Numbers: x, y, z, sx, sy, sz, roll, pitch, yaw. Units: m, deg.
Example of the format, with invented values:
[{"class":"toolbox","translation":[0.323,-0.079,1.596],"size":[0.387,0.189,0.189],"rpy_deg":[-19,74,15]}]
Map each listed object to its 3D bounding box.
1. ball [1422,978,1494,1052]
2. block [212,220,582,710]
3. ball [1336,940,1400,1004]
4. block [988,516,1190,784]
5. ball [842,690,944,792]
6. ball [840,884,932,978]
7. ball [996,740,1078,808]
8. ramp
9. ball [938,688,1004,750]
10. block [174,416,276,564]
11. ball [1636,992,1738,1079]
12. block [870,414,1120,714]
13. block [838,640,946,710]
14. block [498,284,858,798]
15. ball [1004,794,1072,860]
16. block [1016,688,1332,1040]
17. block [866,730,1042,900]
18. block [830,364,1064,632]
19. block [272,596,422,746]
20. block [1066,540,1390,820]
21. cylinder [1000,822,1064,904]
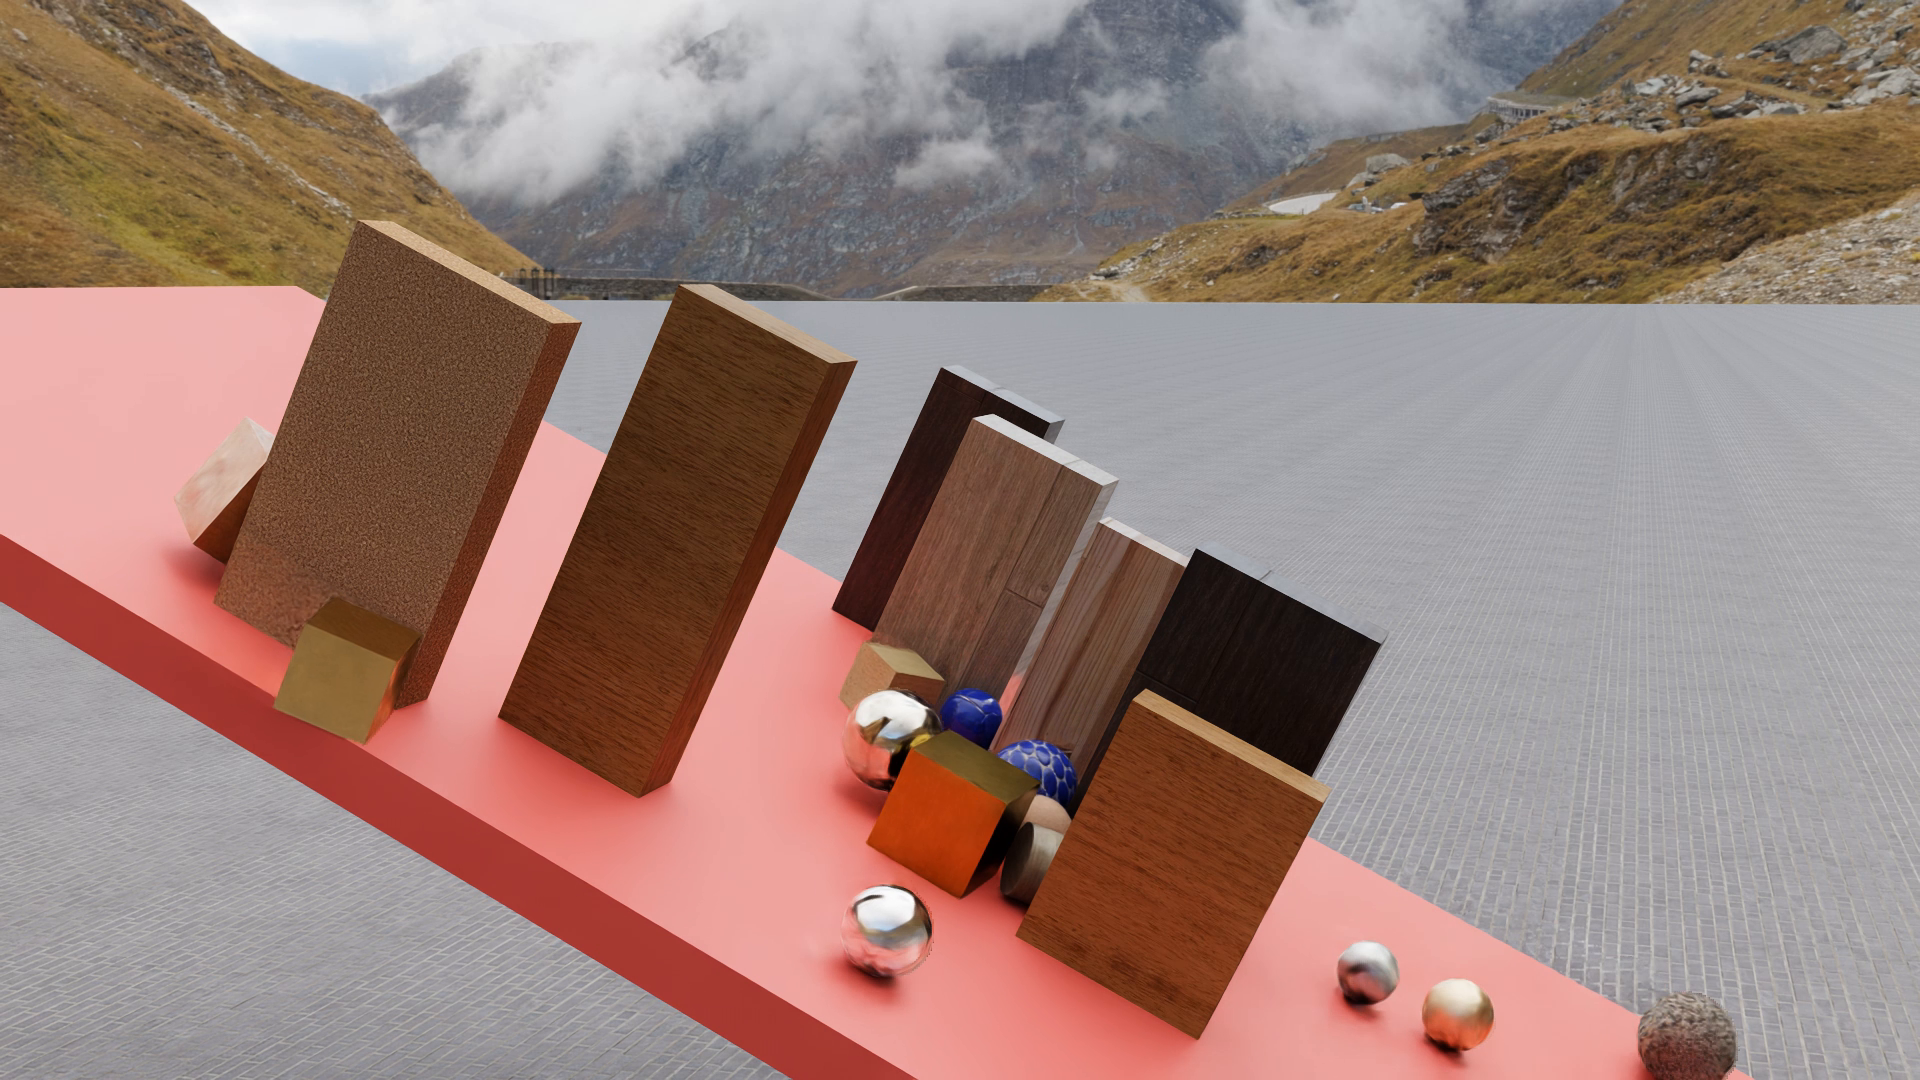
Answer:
[{"class":"ball","translation":[0.924,0.881,4.079],"size":[0.131,0.131,0.131],"rpy_deg":[0,7,0]},{"class":"block","translation":[-0.896,-0.118,3.477],"size":[0.365,0.675,0.097],"rpy_deg":[28,14,12]},{"class":"ball","translation":[0.761,0.807,4.101],"size":[0.117,0.117,0.117],"rpy_deg":[0,7,0]},{"class":"block","translation":[0.356,0.310,4.306],"size":[0.444,0.565,0.093],"rpy_deg":[28,14,12]},{"class":"ball","translation":[-0.121,0.364,3.991],"size":[0.186,0.186,0.186],"rpy_deg":[0,7,0]},{"class":"ball","translation":[-0.111,0.592,3.329],"size":[0.139,0.139,0.139],"rpy_deg":[0,7,0]},{"class":"ball","translation":[0.134,0.467,4.147],"size":[0.179,0.179,0.179],"rpy_deg":[0,7,0]},{"class":"ramp","translation":[-0.258,0.437,4.167],"size":[4.000,0.100,2.000],"rpy_deg":[28,14,12]},{"class":"ball","translation":[0.022,0.365,4.431],"size":[0.134,0.134,0.134],"rpy_deg":[0,7,0]},{"class":"block","translation":[-1.167,-0.053,3.687],"size":[0.185,0.185,0.185],"rpy_deg":[41,1,-38]},{"class":"ball","translation":[1.459,1.007,4.417],"size":[0.191,0.191,0.191],"rpy_deg":[0,7,0]},{"class":"block","translation":[0.052,0.082,4.538],"size":[0.300,0.607,0.148],"rpy_deg":[28,14,12]},{"class":"block","translation":[-0.137,0.299,4.408],"size":[0.131,0.131,0.131],"rpy_deg":[14,18,-39]},{"class":"block","translation":[-0.461,0.003,3.556],"size":[0.278,0.783,0.127],"rpy_deg":[28,14,12]},{"class":"ball","translation":[0.135,0.532,3.984],"size":[0.142,0.142,0.142],"rpy_deg":[0,7,0]},{"class":"block","translation":[0.353,0.538,3.663],"size":[0.348,0.460,0.105],"rpy_deg":[28,14,12]},{"class":"block","translation":[-0.009,0.475,3.834],"size":[0.192,0.192,0.192],"rpy_deg":[29,14,15]},{"class":"block","translation":[-0.028,-0.056,4.920],"size":[0.275,0.607,0.132],"rpy_deg":[28,14,12]},{"class":"block","translation":[-0.932,0.198,3.352],"size":[0.146,0.146,0.146],"rpy_deg":[24,14,-5]},{"class":"block","translation":[0.460,0.382,4.009],"size":[0.364,0.662,0.138],"rpy_deg":[28,14,12]},{"class":"cylinder","translation":[0.161,0.581,3.857],"size":[0.135,0.135,0.135],"rpy_deg":[22,2,-12]}]
